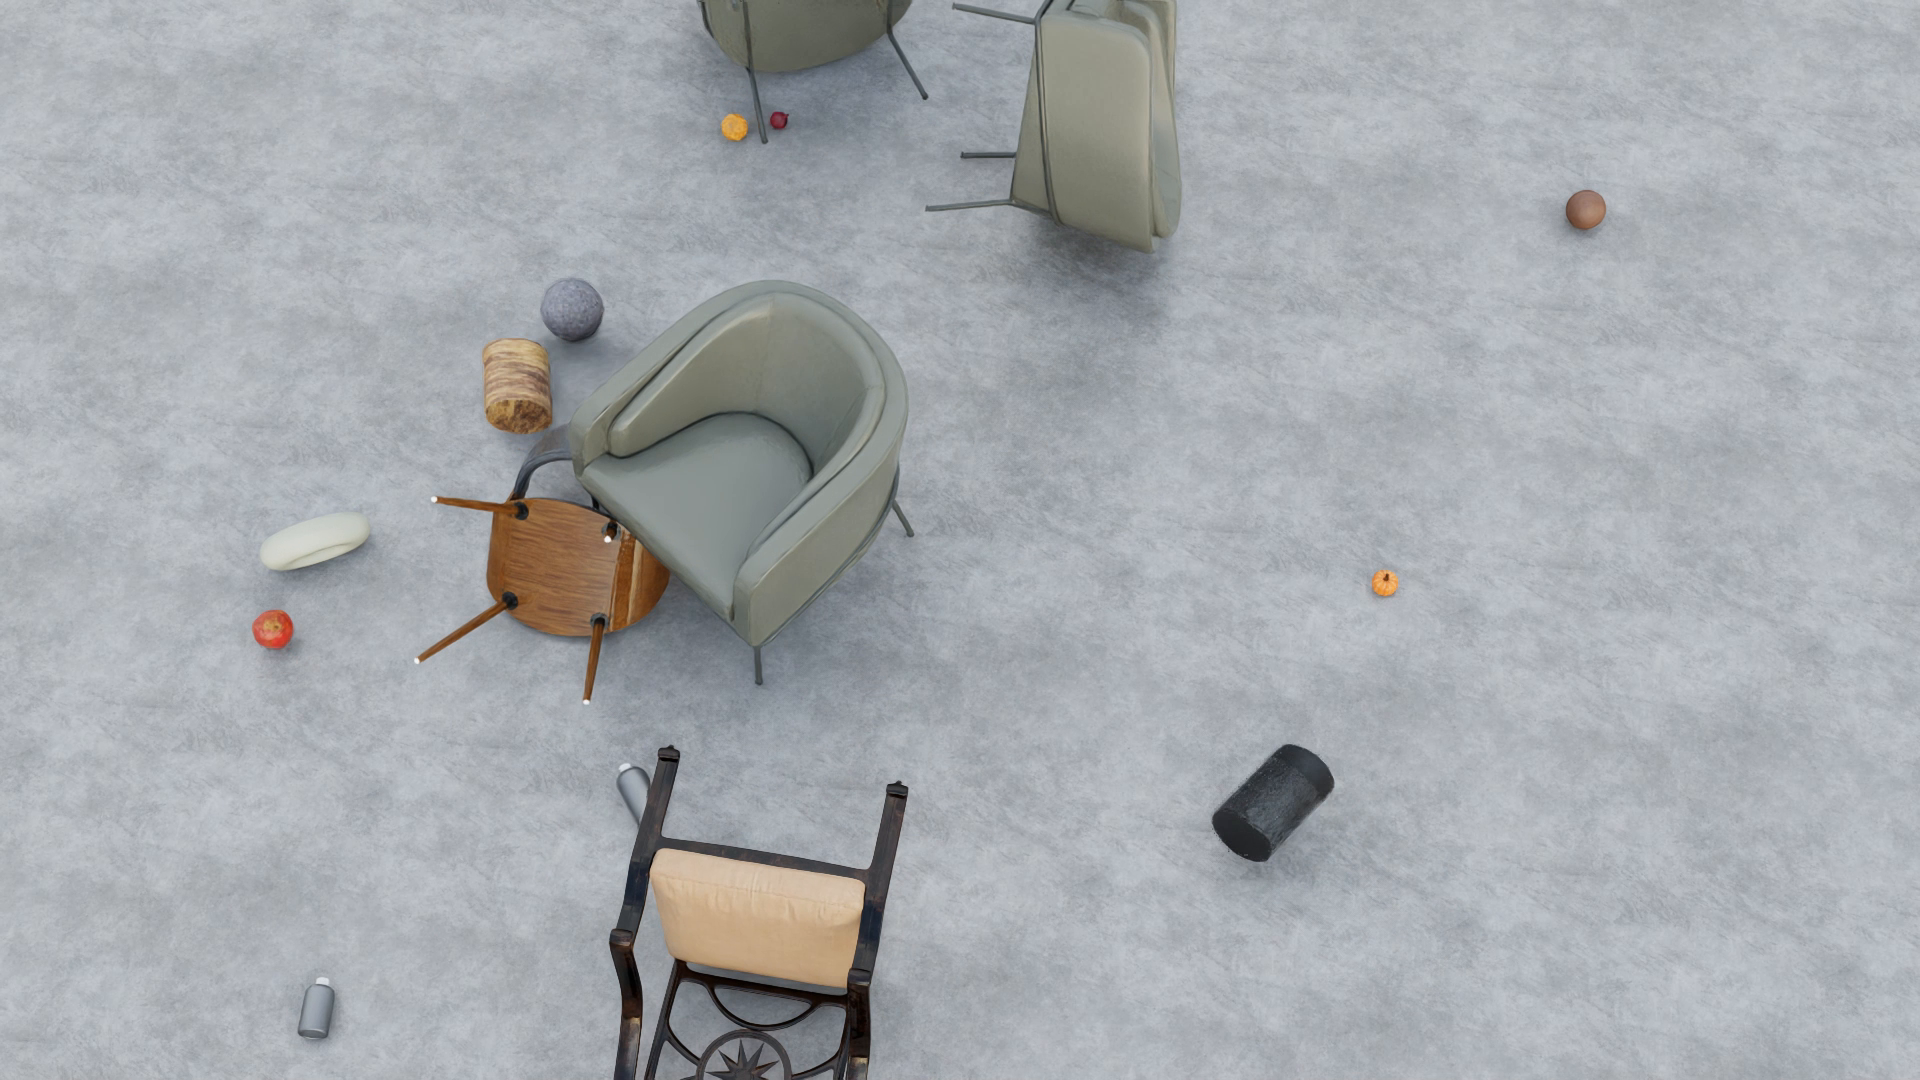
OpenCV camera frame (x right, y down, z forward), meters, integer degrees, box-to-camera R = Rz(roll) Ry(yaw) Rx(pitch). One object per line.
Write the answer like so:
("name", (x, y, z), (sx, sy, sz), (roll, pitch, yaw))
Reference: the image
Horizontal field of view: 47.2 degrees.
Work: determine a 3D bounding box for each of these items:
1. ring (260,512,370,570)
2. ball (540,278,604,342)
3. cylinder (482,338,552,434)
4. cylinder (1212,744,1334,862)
("ring", (-1.906, 0.003, 6.503), (0.330, 0.118, 0.104), (-19, 70, -15))
("ball", (-1.223, -0.726, 6.943), (0.196, 0.196, 0.196), (0, 56, 0))
("cylinder", (-1.366, -0.477, 6.788), (0.207, 0.164, 0.245), (12, 51, -30))
("cylinder", (0.849, 0.713, 5.960), (0.274, 0.235, 0.182), (-41, 93, -24))
